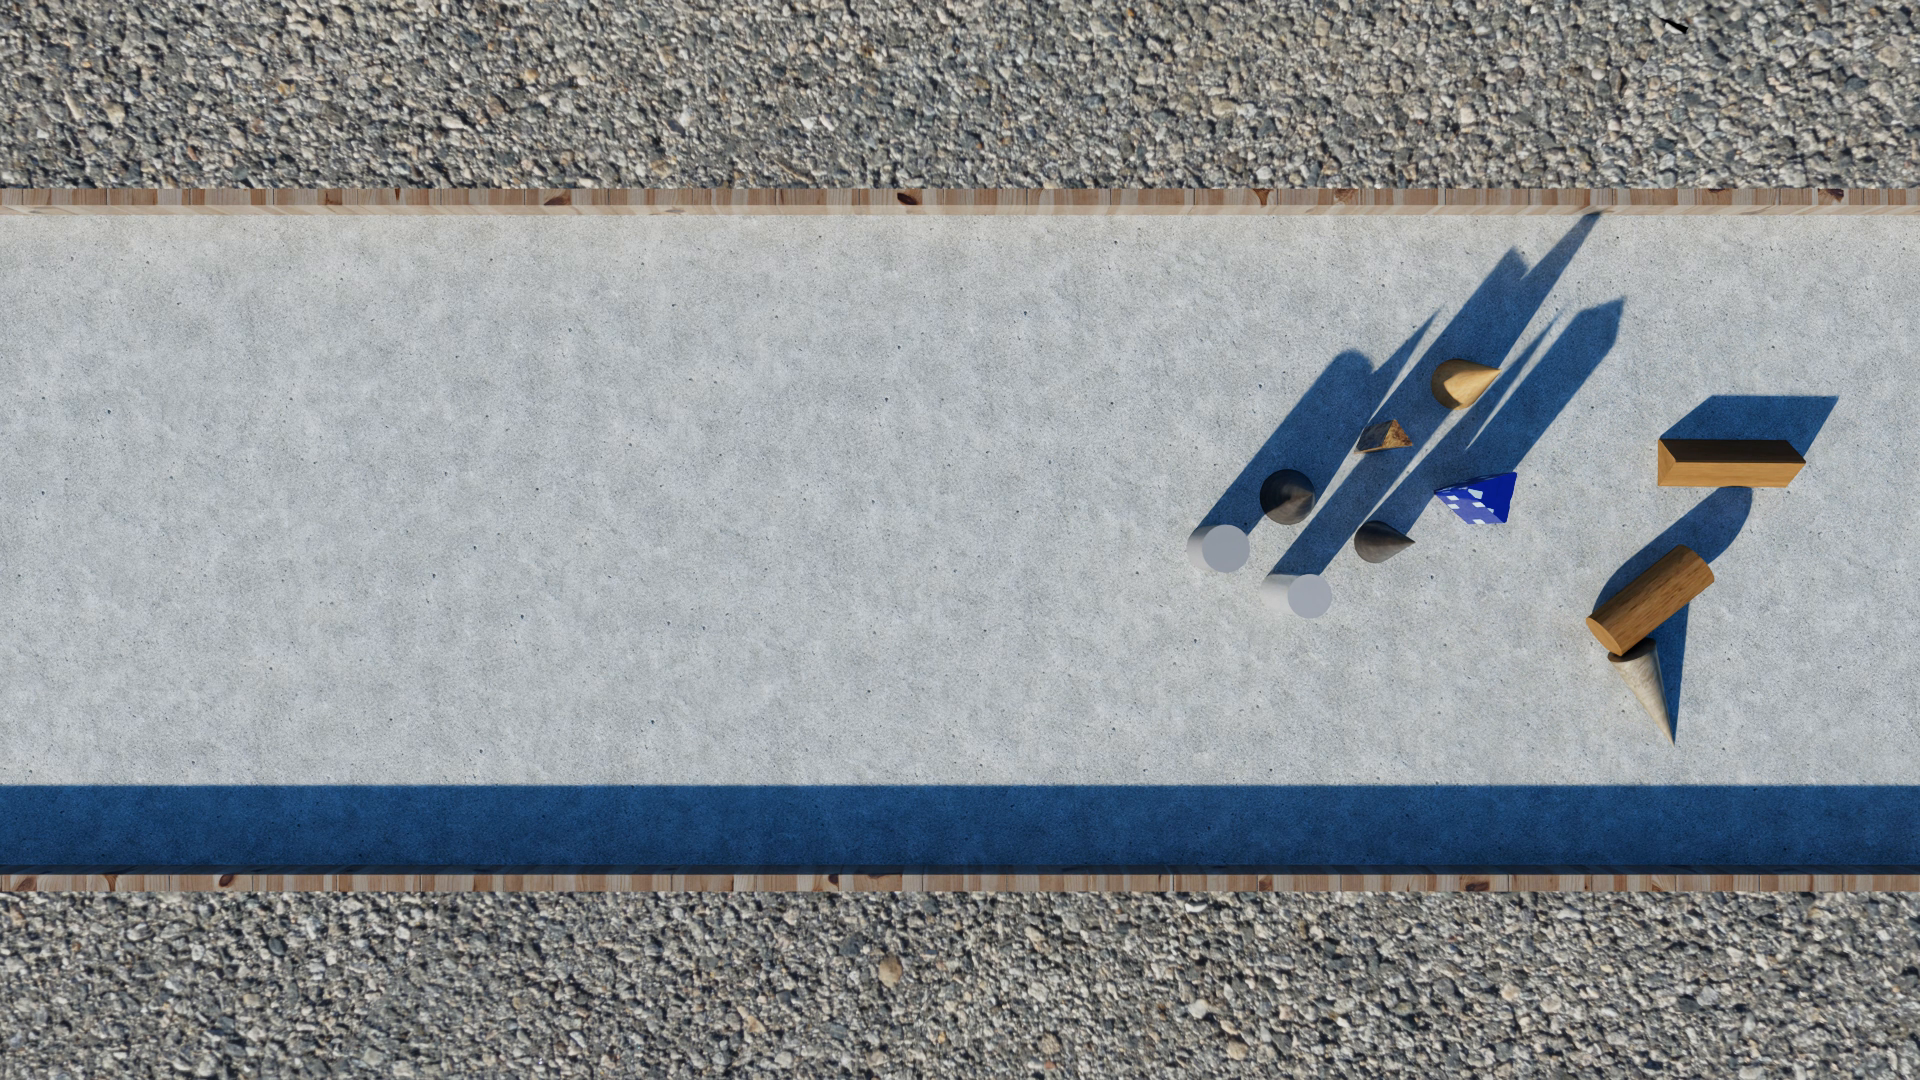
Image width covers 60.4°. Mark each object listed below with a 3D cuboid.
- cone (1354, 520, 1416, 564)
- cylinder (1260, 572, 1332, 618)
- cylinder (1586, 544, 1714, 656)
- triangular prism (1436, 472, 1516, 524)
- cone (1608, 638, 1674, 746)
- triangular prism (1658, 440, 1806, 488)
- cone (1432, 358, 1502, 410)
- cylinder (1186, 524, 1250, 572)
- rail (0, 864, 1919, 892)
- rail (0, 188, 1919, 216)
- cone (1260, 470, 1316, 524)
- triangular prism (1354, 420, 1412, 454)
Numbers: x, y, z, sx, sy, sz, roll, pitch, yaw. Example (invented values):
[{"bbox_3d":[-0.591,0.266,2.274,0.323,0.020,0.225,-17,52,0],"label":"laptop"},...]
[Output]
[{"bbox_3d":[1.278,0.006,4.848,0.132,0.457,0.132,0,90,0],"label":"cone"},{"bbox_3d":[0.985,0.159,4.861,0.126,0.430,0.126,0,90,0],"label":"cylinder"},{"bbox_3d":[2.091,0.183,5.001,0.357,0.150,0.150,-39,90,0],"label":"cylinder"},{"bbox_3d":[1.556,-0.146,4.909,0.149,0.335,0.129,42,90,0],"label":"triangular prism"},{"bbox_3d":[2.119,0.488,5.041,0.146,0.146,0.357,-28,102,0],"label":"cone"},{"bbox_3d":[2.343,-0.235,5.011,0.392,0.124,0.143,0,90,0],"label":"triangular prism"},{"bbox_3d":[1.529,-0.480,4.862,0.158,0.430,0.158,0,90,0],"label":"cone"},{"bbox_3d":[0.766,0.025,4.912,0.139,0.329,0.139,0,90,0],"label":"cylinder"},{"bbox_3d":[-2.247,1.025,5.001,12.000,0.150,0.050,0,90,0],"label":"rail"},{"bbox_3d":[-2.247,-1.025,5.002,12.000,0.150,0.050,0,90,0],"label":"rail"},{"bbox_3d":[1.009,-0.132,4.894,0.172,0.365,0.172,0,90,0],"label":"cone"},{"bbox_3d":[1.252,-0.308,4.906,0.089,0.340,0.077,-5,90,0],"label":"triangular prism"}]
